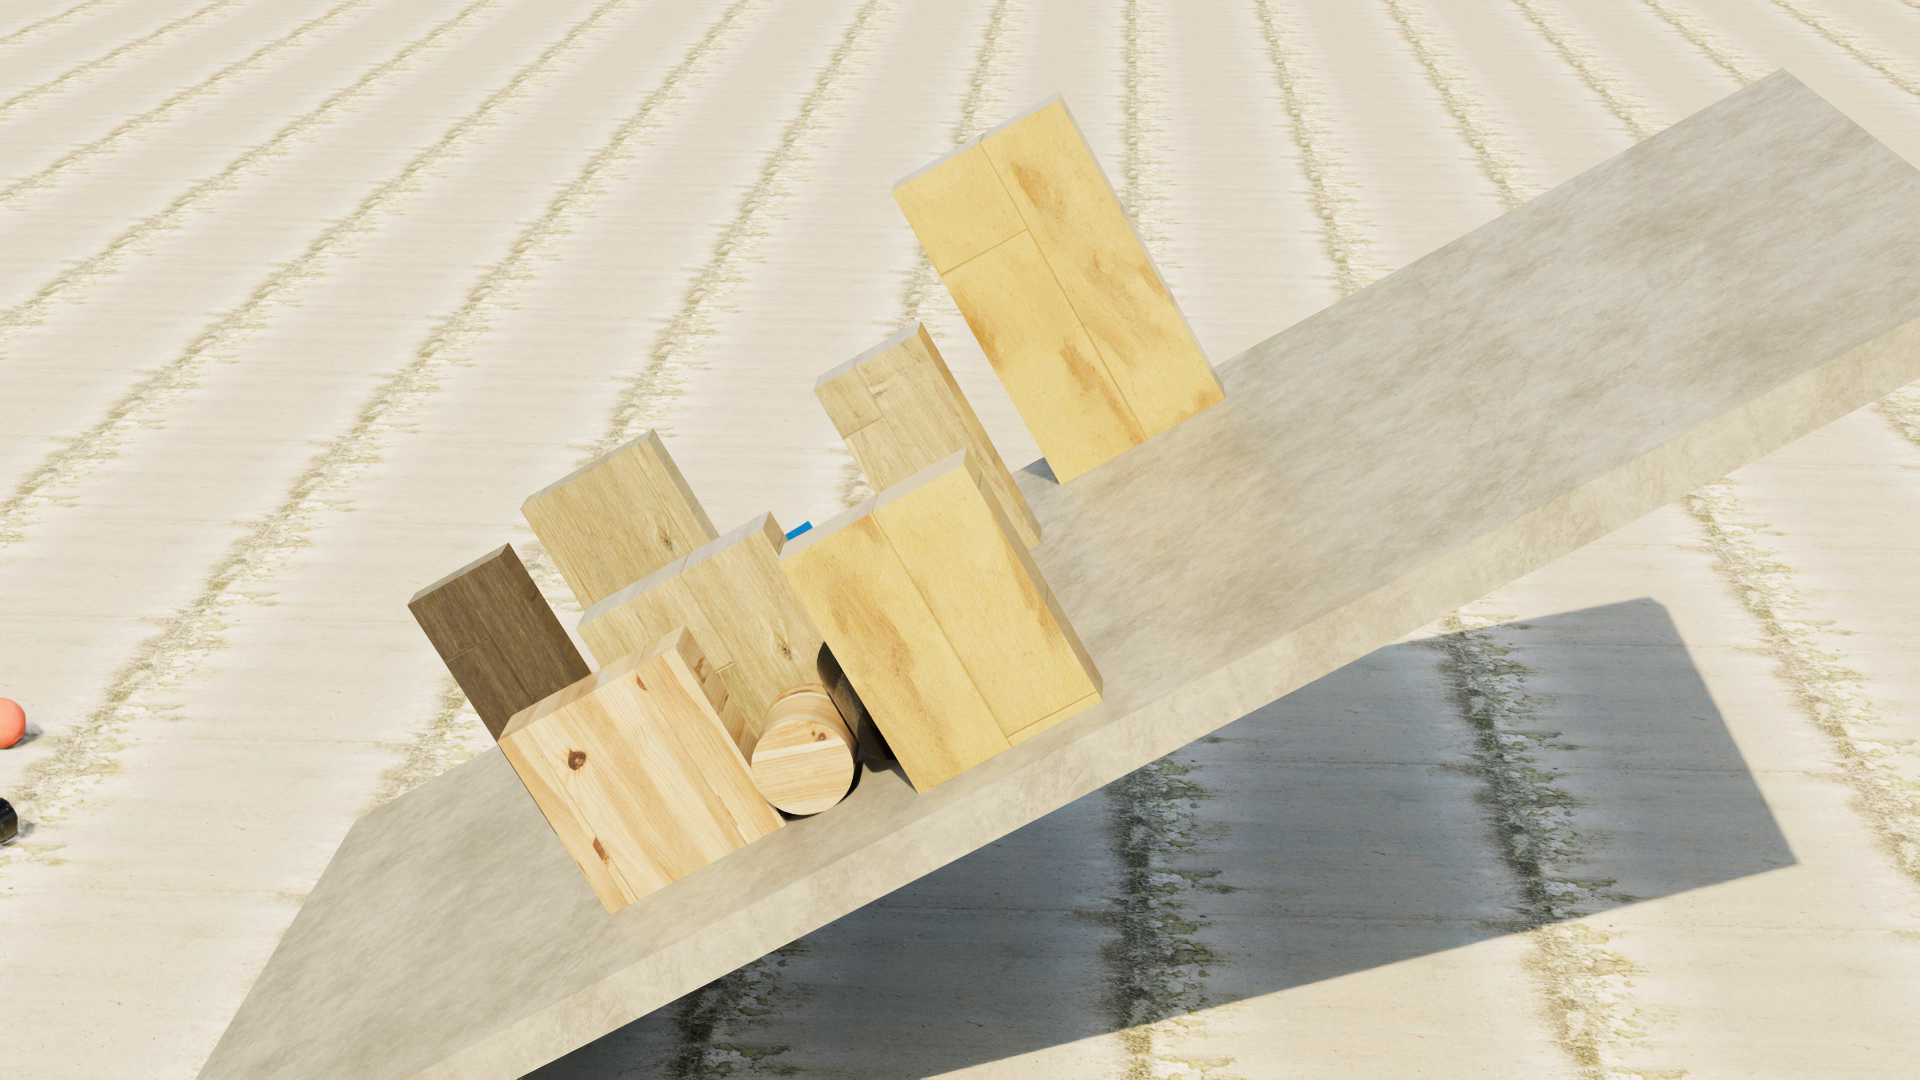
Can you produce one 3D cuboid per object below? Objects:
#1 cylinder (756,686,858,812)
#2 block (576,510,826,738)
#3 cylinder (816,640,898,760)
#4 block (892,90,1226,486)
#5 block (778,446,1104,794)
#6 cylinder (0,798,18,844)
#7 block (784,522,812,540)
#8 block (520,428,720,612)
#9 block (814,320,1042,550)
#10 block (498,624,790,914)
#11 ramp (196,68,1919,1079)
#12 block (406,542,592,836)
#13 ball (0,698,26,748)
[{"bbox_3d":[-0.298,0.407,5.750,0.197,0.197,0.197,-1,12,-2],"label":"cylinder"},{"bbox_3d":[-0.458,0.261,5.984,0.439,0.484,0.127,-28,15,12],"label":"block"},{"bbox_3d":[-0.142,0.279,5.693,0.210,0.210,0.210,-8,38,-24],"label":"cylinder"},{"bbox_3d":[0.232,-0.578,6.807,0.435,0.796,0.116,-28,15,12],"label":"block"},{"bbox_3d":[-0.032,0.151,5.433,0.390,0.518,0.114,-28,15,12],"label":"block"},{"bbox_3d":[-2.536,0.745,7.633,0.125,0.125,0.125,7,20,22],"label":"cylinder"},{"bbox_3d":[-0.381,0.104,6.948,0.195,0.195,0.195,-31,14,-2],"label":"block"},{"bbox_3d":[-0.711,0.086,6.848,0.346,0.601,0.094,-28,15,12],"label":"block"},{"bbox_3d":[-0.069,-0.179,6.561,0.265,0.550,0.116,-28,15,12],"label":"block"},{"bbox_3d":[-0.615,0.452,5.784,0.407,0.418,0.136,-28,15,12],"label":"block"},{"bbox_3d":[0.142,0.167,6.283,4.000,0.100,2.000,-28,15,12],"label":"ramp"},{"bbox_3d":[-0.935,0.329,6.442,0.243,0.615,0.081,-28,15,12],"label":"block"},{"bbox_3d":[-2.708,0.516,8.297,0.144,0.144,0.144,0,18,0],"label":"ball"}]
